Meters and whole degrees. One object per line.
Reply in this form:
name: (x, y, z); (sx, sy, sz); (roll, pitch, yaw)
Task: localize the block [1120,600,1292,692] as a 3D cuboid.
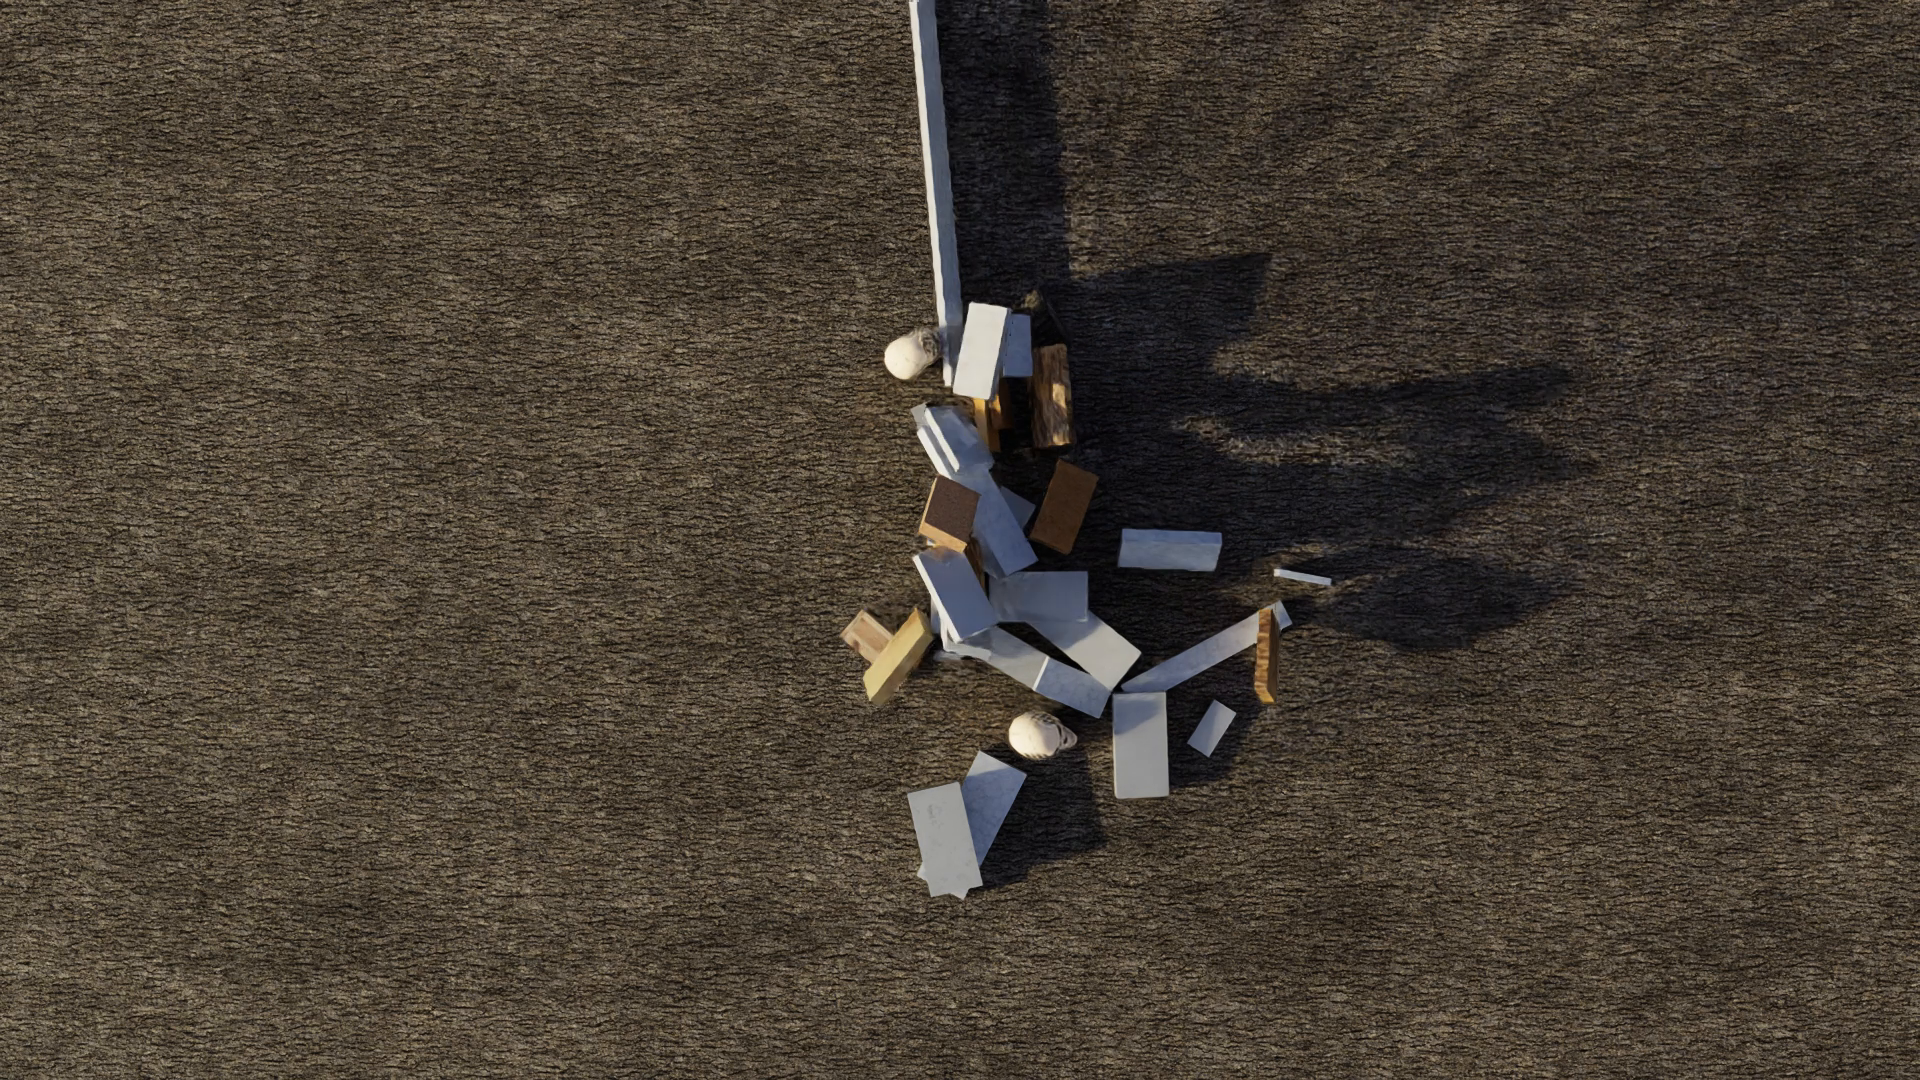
block: (0.819, 0.380, 5.488); (0.602, 0.024, 0.086); (-28, 90, 0)

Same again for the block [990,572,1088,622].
block: (0.259, 0.187, 5.431); (0.323, 0.046, 0.162); (-1, 82, 10)

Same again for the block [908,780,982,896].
block: (-0.049, 0.981, 5.426); (0.174, 0.049, 0.348); (-13, 90, 0)

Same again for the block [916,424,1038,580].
block: (0.058, -0.142, 5.379); (0.149, 0.042, 0.557); (-24, 81, -37)

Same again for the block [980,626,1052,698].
block: (0.191, 0.395, 5.483); (0.319, 0.034, 0.122); (30, 90, 0)

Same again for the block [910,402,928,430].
block: (-0.120, -0.398, 5.492); (0.053, 0.015, 0.106); (-23, 90, 0)

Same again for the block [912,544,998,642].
block: (-0.012, 0.155, 5.080); (0.148, 0.042, 0.296); (-21, 77, -29)

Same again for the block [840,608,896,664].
block: (-0.262, 0.346, 5.412); (0.243, 0.034, 0.121); (40, 105, 0)

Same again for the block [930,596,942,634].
block: (-0.035, 0.187, 5.378); (0.119, 0.034, 0.238); (1, 89, 2)

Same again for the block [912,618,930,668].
block: (-0.147, 0.332, 5.481); (0.086, 0.024, 0.172); (24, 90, 9)

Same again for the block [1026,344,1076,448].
block: (0.296, -0.473, 5.440); (0.141, 0.040, 0.328); (-6, 90, 36)

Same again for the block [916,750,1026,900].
block: (0.039, 0.943, 5.475); (0.174, 0.049, 0.463); (27, 90, 0)

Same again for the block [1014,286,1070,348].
block: (0.273, -0.721, 5.458); (0.103, 0.029, 0.205); (-28, 90, 36)

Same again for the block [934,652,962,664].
block: (-0.039, 0.385, 5.385); (0.086, 0.172, 0.024); (7, 83, -1)

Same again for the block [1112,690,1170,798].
block: (0.596, 0.675, 5.459); (0.174, 0.049, 0.348); (-3, 94, -3)

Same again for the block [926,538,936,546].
block: (-0.036, -0.067, 5.444); (0.101, 0.029, 0.203); (17, 68, -6)

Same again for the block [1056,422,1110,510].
block: (0.406, -0.239, 5.480); (0.141, 0.040, 0.283); (-9, 90, 0)

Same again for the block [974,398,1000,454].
block: (0.086, -0.417, 5.433); (0.037, 0.129, 0.258); (-5, 90, 18)

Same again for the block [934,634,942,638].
block: (-0.018, 0.205, 5.444); (0.119, 0.034, 0.238); (7, 74, 1)

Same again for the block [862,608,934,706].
block: (-0.199, 0.378, 5.310); (0.042, 0.149, 0.299); (30, 107, -25)

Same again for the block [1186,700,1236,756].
block: (0.836, 0.625, 5.488); (0.086, 0.024, 0.173); (32, 90, 0)

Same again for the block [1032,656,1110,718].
block: (0.374, 0.488, 5.457); (0.243, 0.034, 0.122); (24, 90, -13)

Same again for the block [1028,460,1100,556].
block: (0.339, -0.107, 5.384); (0.141, 0.040, 0.283); (24, 71, -5)

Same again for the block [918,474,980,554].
block: (-0.032, -0.085, 5.145); (0.149, 0.299, 0.042); (27, 122, -8)

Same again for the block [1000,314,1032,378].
block: (0.182, -0.639, 5.427); (0.103, 0.029, 0.205); (0, 84, -14)

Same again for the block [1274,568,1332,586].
block: (1.133, 0.123, 5.457); (0.173, 0.086, 0.024); (10, 90, 0)

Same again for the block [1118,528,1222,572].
block: (0.687, 0.033, 5.421); (0.323, 0.162, 0.046); (3, 55, 0)

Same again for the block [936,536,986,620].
block: (0.005, 0.121, 5.231); (0.148, 0.042, 0.337); (18, 46, -26)

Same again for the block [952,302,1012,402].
block: (0.072, -0.610, 5.342); (0.137, 0.039, 0.301); (12, 92, 27)

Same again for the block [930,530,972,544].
block: (-0.004, -0.054, 5.385); (0.101, 0.029, 0.203); (43, 72, -7)

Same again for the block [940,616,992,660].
block: (0.013, 0.247, 5.219); (0.148, 0.296, 0.042); (14, 127, -16)

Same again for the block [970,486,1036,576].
block: (0.124, -0.029, 5.443); (0.137, 0.039, 0.274); (31, 76, 3)

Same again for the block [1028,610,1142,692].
block: (0.401, 0.314, 5.446); (0.384, 0.046, 0.162); (39, 90, 9)

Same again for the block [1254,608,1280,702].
block: (0.998, 0.376, 5.358); (0.039, 0.137, 0.274); (-2, 66, 22)

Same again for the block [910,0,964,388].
block: (-0.076, -1.230, 5.450); (0.029, 0.103, 1.452); (-5, 90, 35)

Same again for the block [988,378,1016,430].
block: (0.125, -0.493, 5.433); (0.037, 0.129, 0.258); (-10, 90, 20)

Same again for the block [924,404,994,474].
block: (-0.002, -0.330, 5.340); (0.129, 0.037, 0.258); (-9, 53, -28)
